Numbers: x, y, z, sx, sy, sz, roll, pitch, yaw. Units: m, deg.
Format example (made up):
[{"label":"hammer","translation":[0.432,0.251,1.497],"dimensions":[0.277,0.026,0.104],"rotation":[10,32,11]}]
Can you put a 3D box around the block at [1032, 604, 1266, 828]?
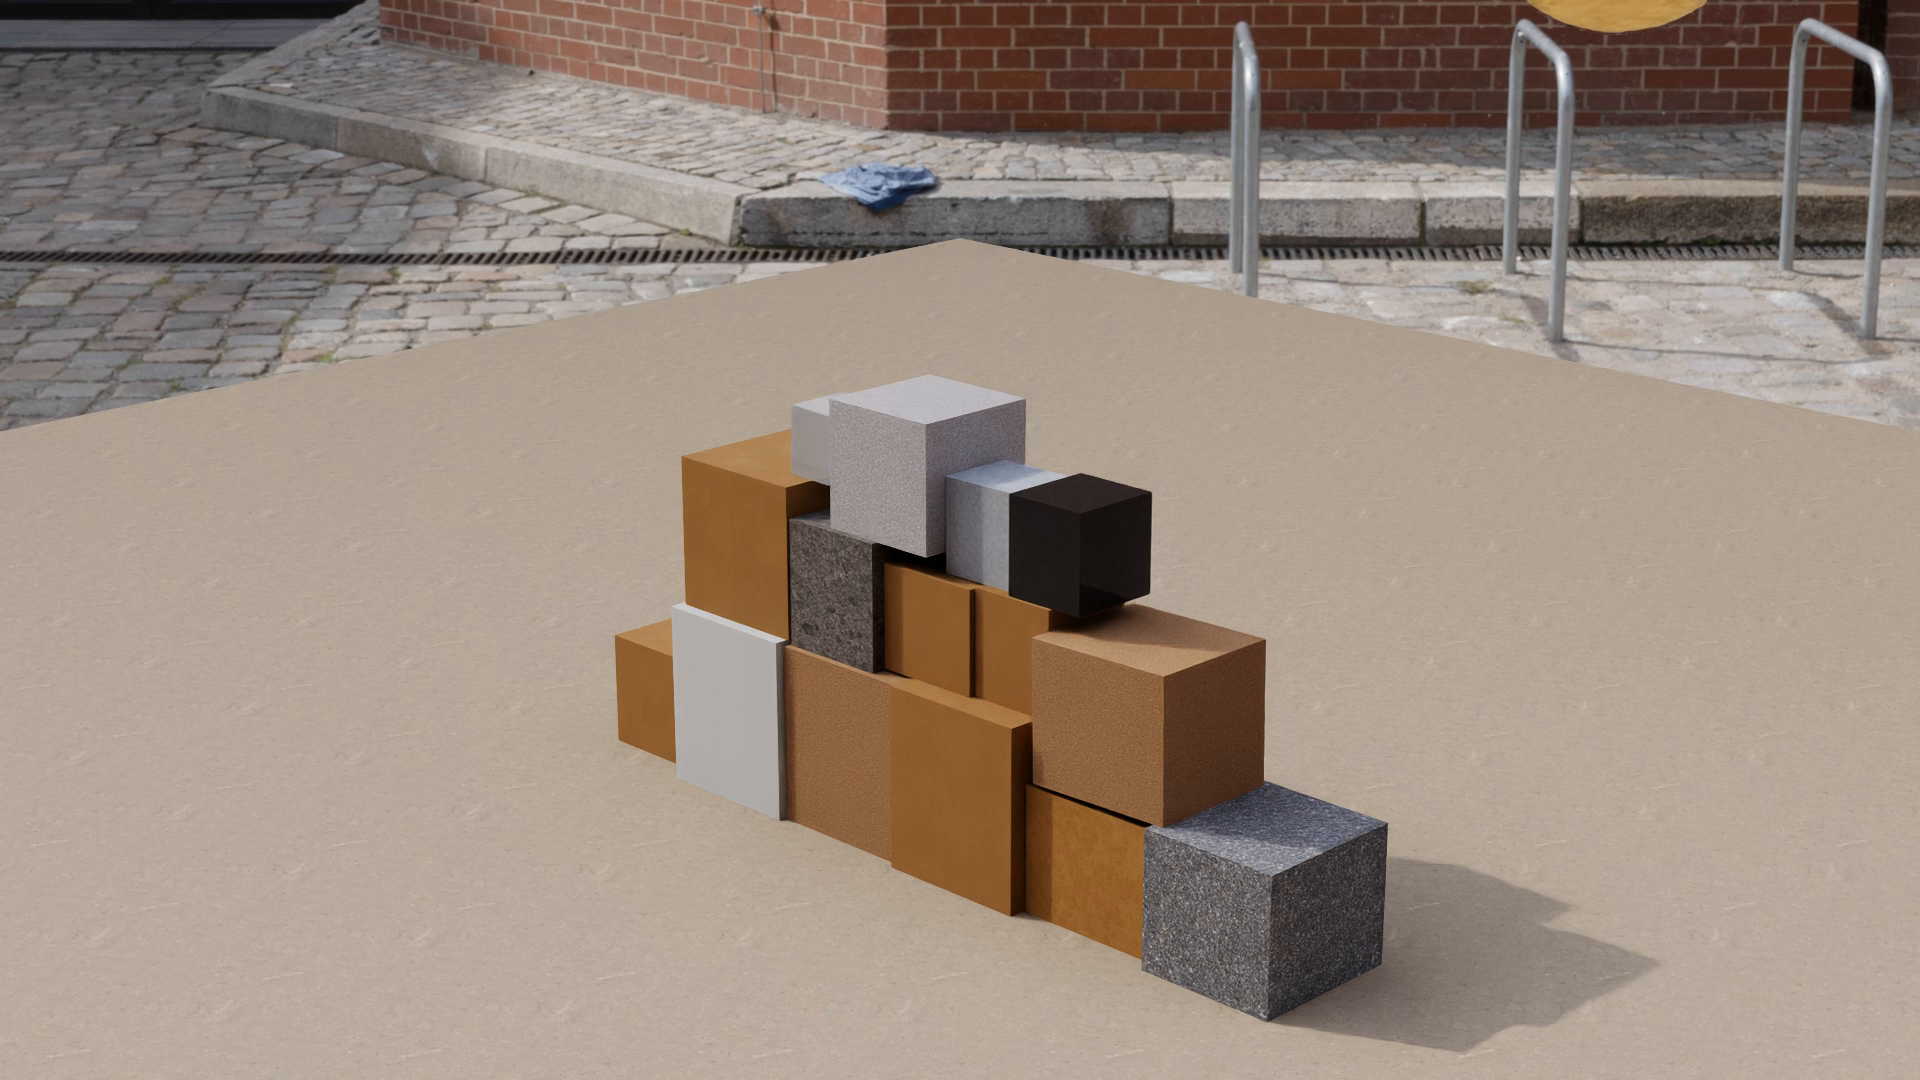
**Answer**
[{"label":"block","translation":[0.815,0.745,12.698],"dimensions":[0.664,0.672,0.755],"rotation":[-17,23,-42]}]

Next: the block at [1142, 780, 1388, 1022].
[{"label":"block","translation":[1.290,1.514,12.436],"dimensions":[0.771,0.654,0.689],"rotation":[-17,24,-42]}]

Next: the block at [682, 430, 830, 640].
[{"label":"block","translation":[-0.826,-0.039,14.207],"dimensions":[0.704,0.753,0.754],"rotation":[-17,24,-42]}]

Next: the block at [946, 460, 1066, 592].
[{"label":"block","translation":[0.217,-0.066,13.103],"dimensions":[0.377,0.454,0.419],"rotation":[-17,23,-42]}]

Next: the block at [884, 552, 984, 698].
[{"label":"block","translation":[0.035,0.350,13.405],"dimensions":[0.531,0.508,0.549],"rotation":[-17,24,-42]}]

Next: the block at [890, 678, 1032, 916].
[{"label":"block","translation":[0.245,1.079,13.421],"dimensions":[0.823,0.893,0.764],"rotation":[-17,24,-42]}]

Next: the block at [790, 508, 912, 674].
[{"label":"block","translation":[-0.369,0.189,13.768],"dimensions":[0.644,0.626,0.562],"rotation":[-17,24,-42]}]

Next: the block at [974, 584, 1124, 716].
[{"label":"block","translation":[0.400,0.451,13.073],"dimensions":[0.496,0.515,0.446],"rotation":[-17,24,-42]}]

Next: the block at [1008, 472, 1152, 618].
[{"label":"block","translation":[0.525,0.018,12.810],"dimensions":[0.460,0.468,0.421],"rotation":[-17,24,-42]}]

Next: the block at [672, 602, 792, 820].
[{"label":"block","translation":[-0.846,0.747,14.465],"dimensions":[0.825,0.901,0.767],"rotation":[-17,24,-42]}]

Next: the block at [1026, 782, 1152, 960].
[{"label":"block","translation":[0.794,1.374,12.954],"dimensions":[0.676,0.610,0.750],"rotation":[-17,24,-42]}]

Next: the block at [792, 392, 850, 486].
[{"label":"block","translation":[-0.531,-0.462,13.742],"dimensions":[0.340,0.337,0.398],"rotation":[-17,26,-42]}]

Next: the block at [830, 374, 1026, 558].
[{"label":"block","translation":[-0.148,-0.349,13.411],"dimensions":[0.638,0.615,0.627],"rotation":[-17,24,-42]}]

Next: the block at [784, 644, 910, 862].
[{"label":"block","translation":[-0.295,0.921,13.950],"dimensions":[0.756,0.879,0.760],"rotation":[-17,24,-42]}]

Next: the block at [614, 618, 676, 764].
[{"label":"block","translation":[-1.336,0.757,14.981],"dimensions":[0.587,0.572,0.598],"rotation":[-17,24,-42]}]

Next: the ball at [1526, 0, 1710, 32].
[{"label":"ball","translation":[3.610,-3.581,16.000],"dimensions":[1.600,1.600,1.600],"rotation":[0,17,0]}]
